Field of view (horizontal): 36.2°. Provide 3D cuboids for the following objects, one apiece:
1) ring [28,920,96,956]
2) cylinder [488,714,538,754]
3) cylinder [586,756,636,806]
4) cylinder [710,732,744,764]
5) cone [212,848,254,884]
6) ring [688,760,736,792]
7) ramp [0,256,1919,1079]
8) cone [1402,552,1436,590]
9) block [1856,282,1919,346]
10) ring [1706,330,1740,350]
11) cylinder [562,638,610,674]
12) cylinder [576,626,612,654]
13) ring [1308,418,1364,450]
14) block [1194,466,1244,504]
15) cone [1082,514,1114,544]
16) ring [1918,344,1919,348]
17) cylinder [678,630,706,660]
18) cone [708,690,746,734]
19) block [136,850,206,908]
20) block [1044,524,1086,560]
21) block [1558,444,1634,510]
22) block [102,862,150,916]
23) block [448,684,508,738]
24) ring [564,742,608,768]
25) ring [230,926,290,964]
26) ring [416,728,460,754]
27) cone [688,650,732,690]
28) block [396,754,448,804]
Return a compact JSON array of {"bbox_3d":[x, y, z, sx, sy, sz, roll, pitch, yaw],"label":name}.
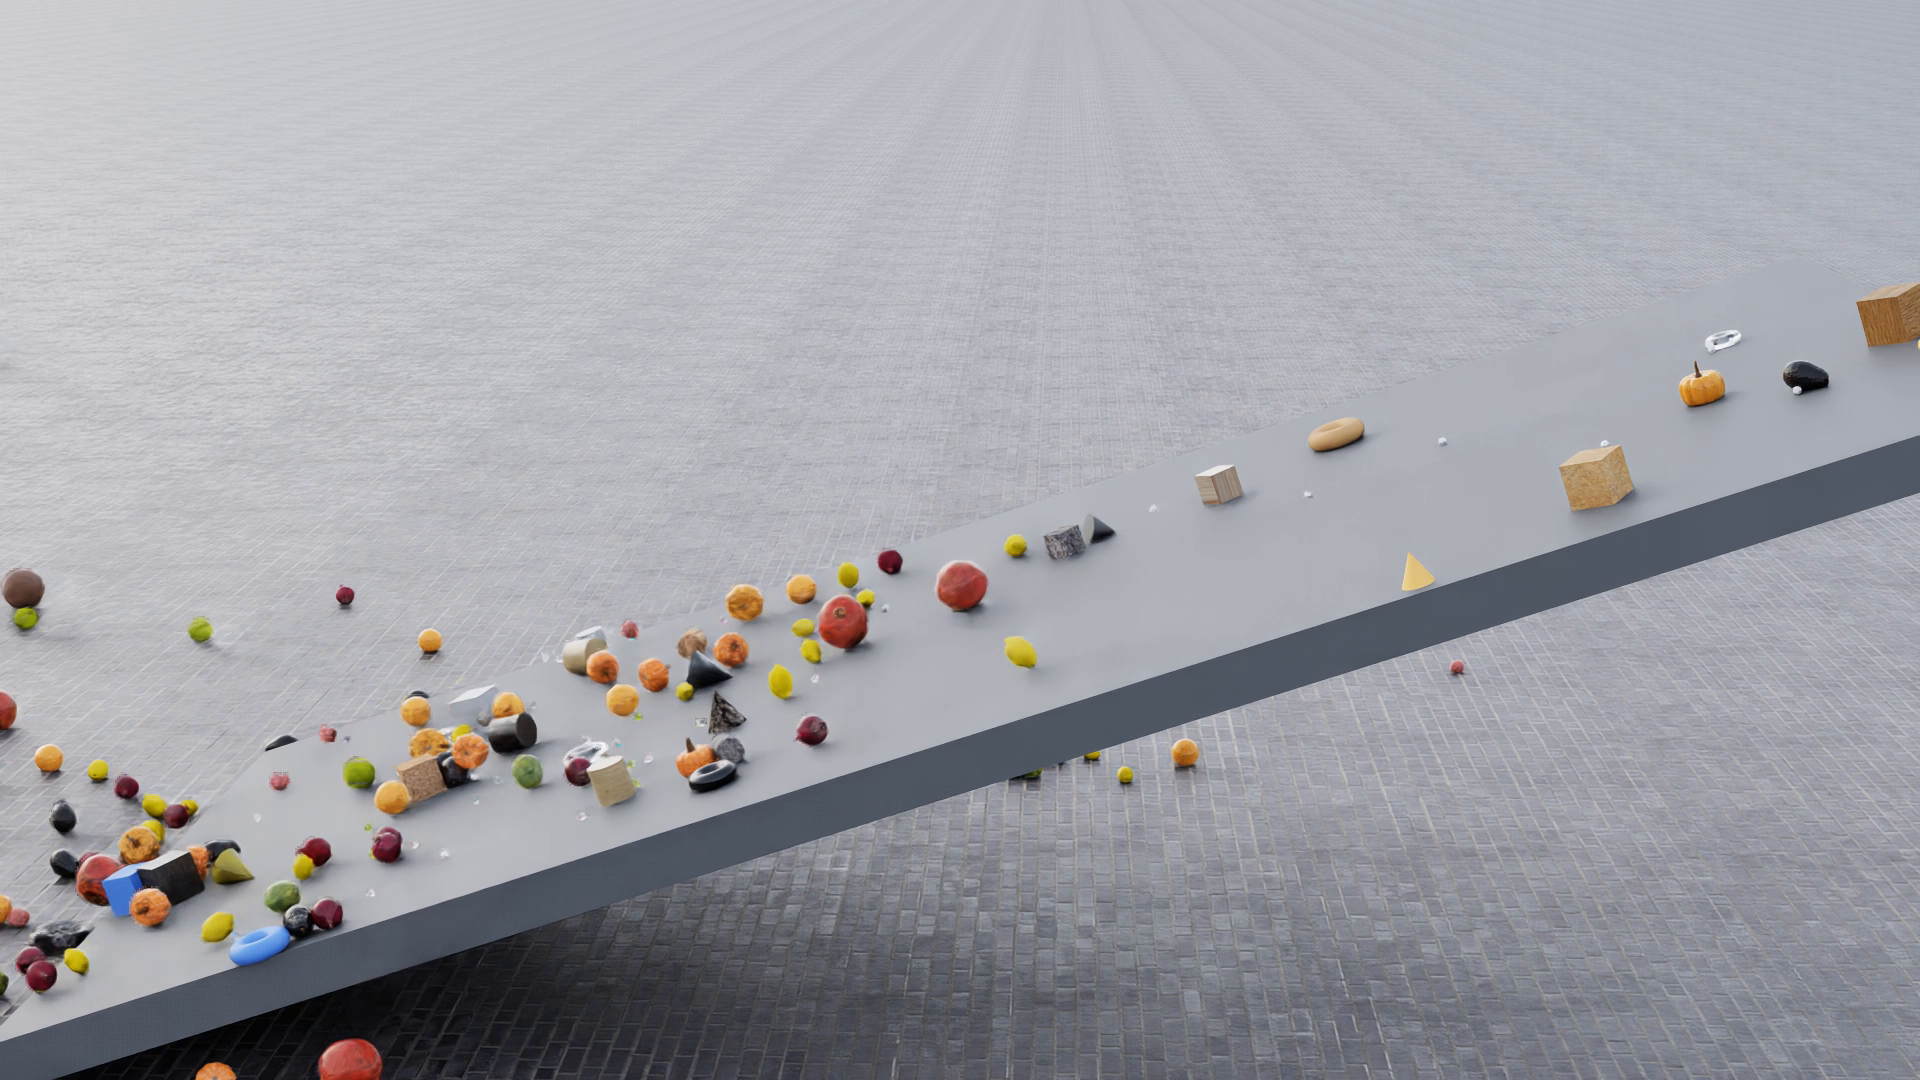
[{"bbox_3d":[-1.925,0.856,6.319,0.147,0.049,0.147,1,11,0],"label":"ring"},{"bbox_3d":[-0.985,0.426,6.479,0.077,0.077,0.077,-13,5,27],"label":"cylinder"},{"bbox_3d":[-0.681,0.470,5.742,0.074,0.074,0.074,-18,11,4],"label":"cylinder"},{"bbox_3d":[-0.452,0.407,5.720,0.054,0.054,0.054,-4,19,-19],"label":"cylinder"},{"bbox_3d":[-1.502,0.694,6.138,0.080,0.080,0.080,16,18,23],"label":"cone"},{"bbox_3d":[-0.471,0.449,5.599,0.098,0.033,0.098,-18,12,4],"label":"ring"},{"bbox_3d":[0.106,0.181,6.306,4.000,0.100,2.000,-18,11,6],"label":"ramp"},{"bbox_3d":[0.817,0.050,5.296,0.063,0.063,0.063,-18,11,4],"label":"cone"},{"bbox_3d":[1.877,-0.453,5.900,0.096,0.096,0.096,-27,13,-35],"label":"block"},{"bbox_3d":[1.654,-0.434,6.377,0.078,0.026,0.078,-17,10,3],"label":"ring"},{"bbox_3d":[-0.899,0.278,7.065,0.080,0.080,0.080,-10,3,39],"label":"cylinder"},{"bbox_3d":[-0.898,0.256,7.204,0.069,0.069,0.069,-18,11,4],"label":"cylinder"},{"bbox_3d":[0.861,-0.242,6.732,0.134,0.045,0.134,-20,11,4],"label":"ring"},{"bbox_3d":[0.577,-0.123,6.563,0.067,0.067,0.067,-24,12,-26],"label":"block"},{"bbox_3d":[0.319,-0.021,6.600,0.067,0.067,0.067,6,10,-19],"label":"cone"},{"bbox_3d":[1.906,-0.387,5.691,0.101,0.034,0.101,-17,10,3],"label":"ring"},{"bbox_3d":[-0.621,0.242,6.820,0.059,0.059,0.059,1,12,4],"label":"cylinder"},{"bbox_3d":[-0.491,0.343,6.028,0.083,0.083,0.083,-18,11,4],"label":"cone"},{"bbox_3d":[-1.656,0.712,6.172,0.089,0.089,0.089,-27,13,-35],"label":"block"},{"bbox_3d":[0.232,0.005,6.541,0.058,0.058,0.058,-27,13,-37],"label":"block"},{"bbox_3d":[1.176,-0.115,5.438,0.087,0.087,0.087,-10,14,41],"label":"block"},{"bbox_3d":[-1.744,0.737,6.217,0.082,0.082,0.082,-13,12,28],"label":"block"},{"bbox_3d":[-1.116,0.397,6.827,0.086,0.086,0.086,-13,12,28],"label":"block"},{"bbox_3d":[-0.780,0.449,6.134,0.097,0.032,0.097,-18,9,3],"label":"ring"},{"bbox_3d":[-1.306,0.756,5.485,0.116,0.039,0.116,-18,12,4],"label":"ring"},{"bbox_3d":[-1.205,0.464,6.780,0.108,0.036,0.108,-19,9,3],"label":"ring"},{"bbox_3d":[-0.544,0.295,6.472,0.093,0.093,0.093,10,13,6],"label":"cone"},{"bbox_3d":[-1.163,0.514,6.349,0.076,0.076,0.076,-23,11,-19],"label":"block"}]
